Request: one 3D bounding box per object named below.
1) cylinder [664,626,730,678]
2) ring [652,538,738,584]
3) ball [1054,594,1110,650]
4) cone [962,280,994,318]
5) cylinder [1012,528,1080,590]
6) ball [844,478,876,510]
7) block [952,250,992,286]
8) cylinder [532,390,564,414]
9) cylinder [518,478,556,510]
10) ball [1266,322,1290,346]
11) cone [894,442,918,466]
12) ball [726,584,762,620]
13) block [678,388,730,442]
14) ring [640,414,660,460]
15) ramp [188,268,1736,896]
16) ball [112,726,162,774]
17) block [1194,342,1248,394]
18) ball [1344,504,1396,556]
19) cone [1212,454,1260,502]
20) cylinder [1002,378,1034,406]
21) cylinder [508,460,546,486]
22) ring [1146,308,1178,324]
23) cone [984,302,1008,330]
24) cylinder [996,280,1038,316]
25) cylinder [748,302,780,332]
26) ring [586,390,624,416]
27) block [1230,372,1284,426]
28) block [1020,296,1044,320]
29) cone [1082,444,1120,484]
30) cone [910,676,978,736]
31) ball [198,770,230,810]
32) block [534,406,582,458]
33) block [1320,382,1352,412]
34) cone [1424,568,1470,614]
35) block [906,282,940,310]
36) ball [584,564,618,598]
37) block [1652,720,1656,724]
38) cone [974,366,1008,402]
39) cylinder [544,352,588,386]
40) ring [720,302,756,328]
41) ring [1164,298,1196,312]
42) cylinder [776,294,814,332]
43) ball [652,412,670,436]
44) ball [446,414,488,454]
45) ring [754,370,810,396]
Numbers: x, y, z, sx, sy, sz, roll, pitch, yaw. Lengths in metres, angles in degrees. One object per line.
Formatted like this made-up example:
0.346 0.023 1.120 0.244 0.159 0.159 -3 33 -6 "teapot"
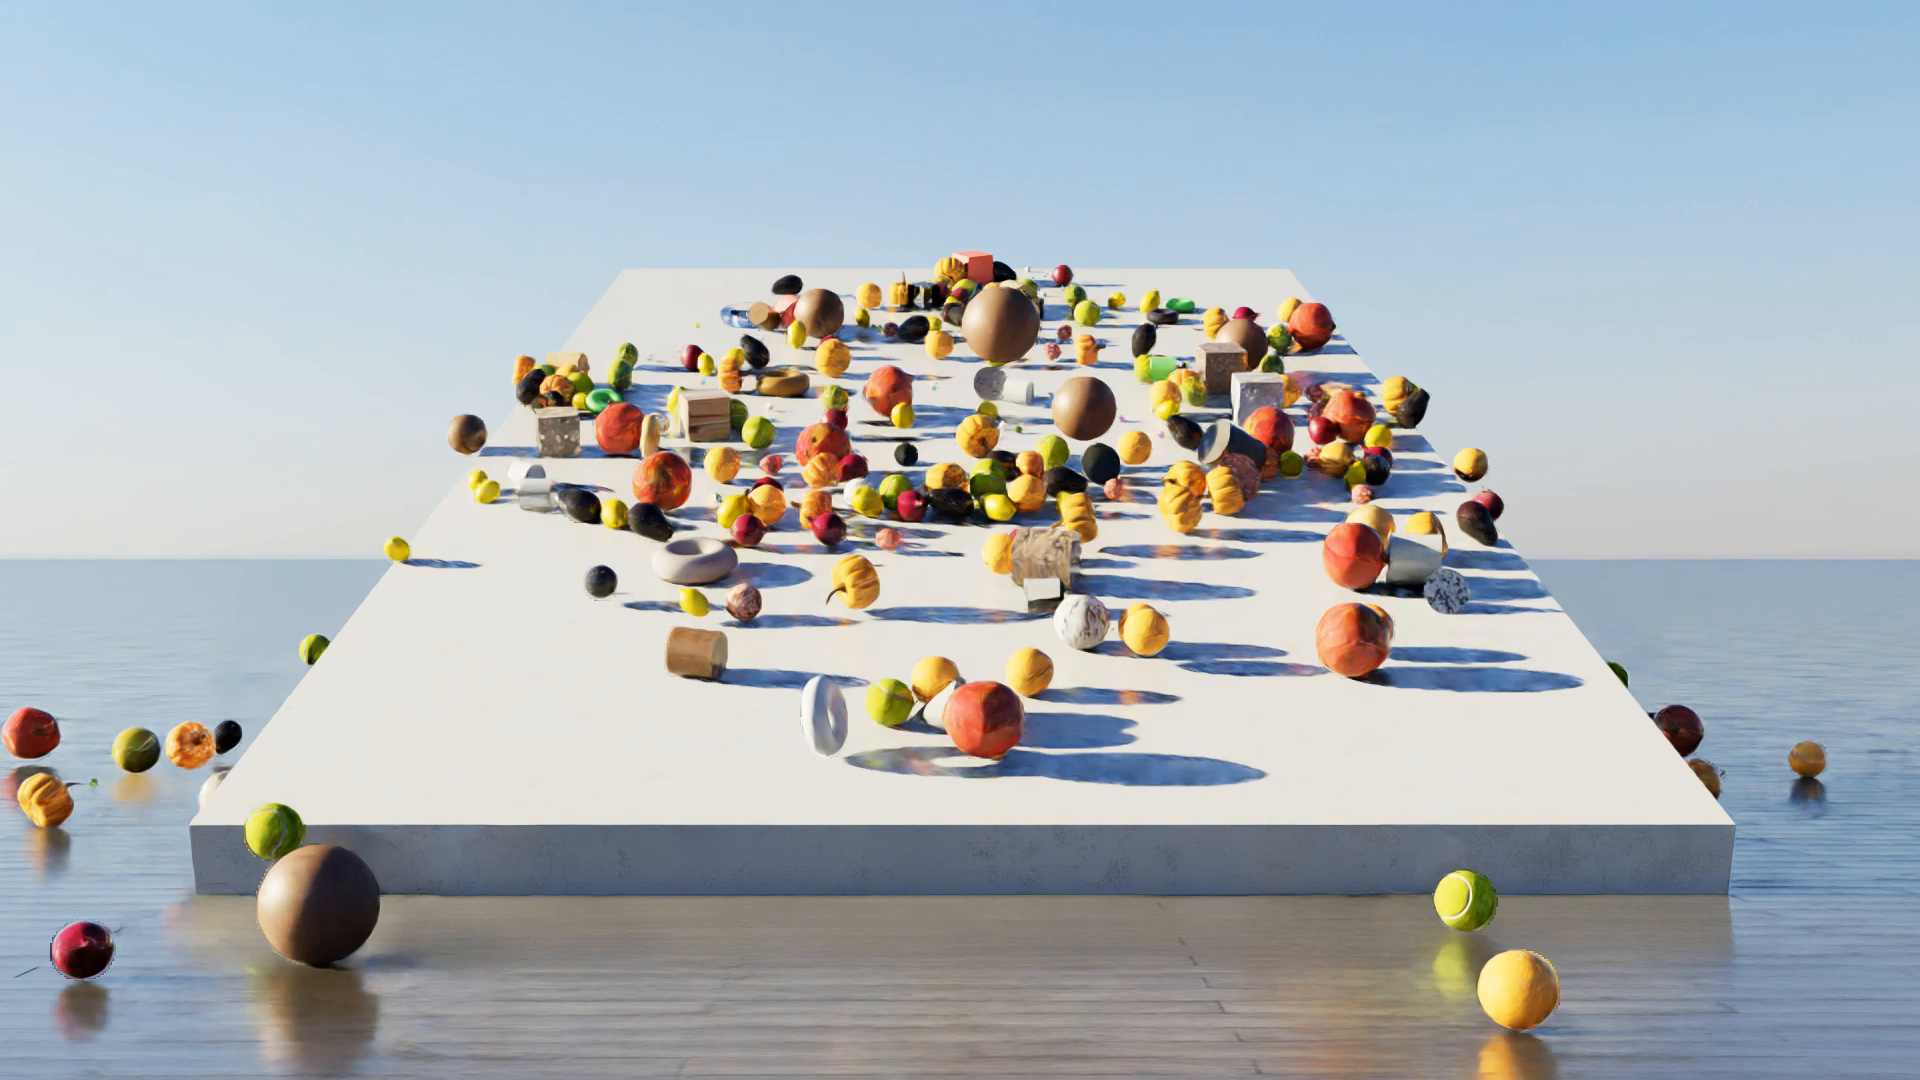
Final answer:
-0.399 0.171 3.379 0.073 0.073 0.073 -7 -3 19 "cylinder"
-0.461 0.036 3.862 0.150 0.050 0.150 -1 18 0 "ring"
0.192 0.128 3.502 0.088 0.088 0.088 0 0 0 "ball"
0.050 -0.655 6.015 0.095 0.095 0.095 0 17 0 "cone"
0.147 0.031 3.793 0.100 0.100 0.100 4 1 14 "cylinder"
-0.190 -0.088 4.239 0.063 0.063 0.063 0 0 0 "ball"
0.037 -0.790 6.469 0.085 0.085 0.085 -11 20 -31 "block"
-0.915 -0.302 4.944 0.053 0.053 0.053 0 16 17 "cylinder"
-0.804 -0.087 4.237 0.060 0.060 0.060 1 0 2 "cylinder"
0.810 -0.523 5.652 0.060 0.060 0.060 0 0 0 "ball"
-0.114 -0.170 4.573 0.050 0.050 0.050 0 -10 -11 "cone"
-0.353 0.101 3.632 0.061 0.061 0.061 0 0 0 "ball"
-0.550 -0.269 4.775 0.091 0.091 0.091 -6 18 -20 "block"
-0.636 -0.212 4.567 0.031 0.094 0.094 3 0 -2 "ring"
-0.003 -0.177 4.801 2.000 0.100 4.000 0 17 0 "ramp"
-1.670 0.426 4.515 0.094 0.094 0.094 0 0 0 "ball"
0.608 -0.400 5.188 0.099 0.099 0.099 -2 17 -8 "block"
0.732 -0.018 3.969 0.091 0.091 0.091 0 0 0 "ball"
0.518 -0.110 4.345 0.099 0.099 0.099 0 -11 -26 "cone"
0.133 -0.337 5.055 0.055 0.055 0.055 14 6 25 "cylinder"
-0.853 -0.129 4.386 0.051 0.051 0.051 15 9 39 "cylinder"
0.541 -0.597 5.943 0.088 0.029 0.088 0 19 0 "ring"
0.096 -0.592 5.857 0.068 0.068 0.068 0 17 0 "cone"
0.153 -0.658 6.044 0.084 0.084 0.084 0 15 -30 "cylinder"
-0.509 -0.583 5.800 0.062 0.062 0.062 0 -13 26 "cylinder"
-0.792 -0.306 4.968 0.087 0.029 0.087 7 38 -5 "ring"
0.655 -0.311 4.903 0.098 0.098 0.098 -1 17 -3 "block"
0.193 -0.622 5.980 0.053 0.053 0.053 5 18 15 "block"
0.265 -0.143 4.460 0.085 0.085 0.085 0 -11 -23 "cone"
-0.032 0.246 3.171 0.087 0.087 0.087 -14 -4 17 "cone"
-1.190 0.422 3.619 0.092 0.092 0.092 0 0 0 "ball"
-0.840 -0.227 4.648 0.084 0.084 0.084 -5 18 -14 "block"
0.850 -0.324 5.025 0.051 0.051 0.051 14 22 37 "block"
0.798 0.092 3.712 0.077 0.077 0.077 0 -10 -8 "cone"
-0.101 -0.672 6.122 0.064 0.064 0.064 14 22 37 "block"
-0.597 0.070 3.703 0.056 0.056 0.056 0 0 0 "ball"
1.544 0.443 5.049 0.065 0.065 0.065 0 0 19 "block"
0.068 -0.351 5.134 0.082 0.082 0.082 0 -9 -4 "cone"
-0.921 -0.400 5.216 0.079 0.079 0.079 4 0 11 "cylinder"
-0.567 -0.598 5.910 0.143 0.048 0.143 -1 18 0 "ring"
0.600 -0.643 6.091 0.087 0.029 0.087 1 16 0 "ring"
-0.433 -0.596 5.846 0.082 0.082 0.082 0 16 -23 "cylinder"
-0.649 -0.250 4.778 0.052 0.052 0.052 0 0 0 "ball"
-1.031 -0.222 4.648 0.086 0.086 0.086 0 0 0 "ball"
-0.411 -0.365 5.167 0.130 0.043 0.130 0 16 0 "ring"
